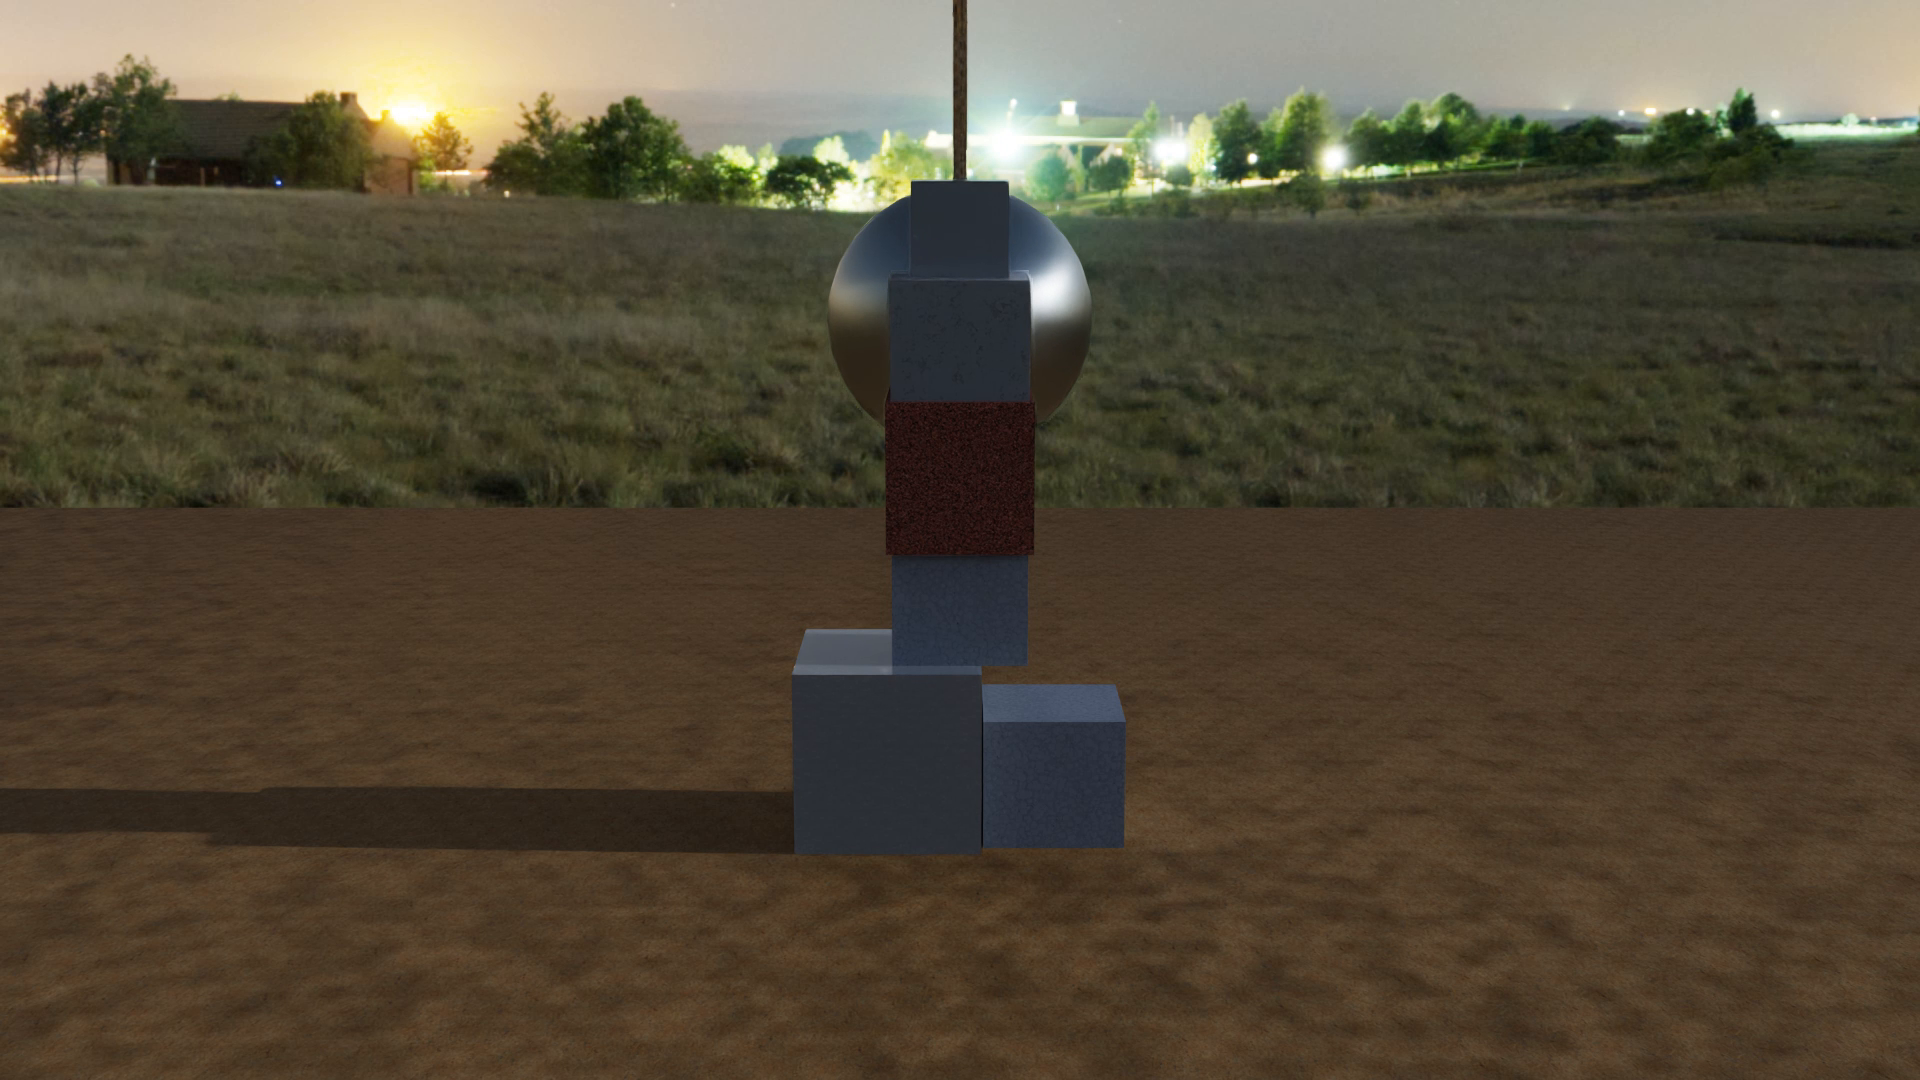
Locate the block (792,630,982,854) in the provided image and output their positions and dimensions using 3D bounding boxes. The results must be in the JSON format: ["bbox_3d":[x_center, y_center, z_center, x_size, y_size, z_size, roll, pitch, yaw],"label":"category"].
[{"bbox_3d":[-0.360,1.022,11.373,0.931,0.920,1.020,0,10,0],"label":"block"}]

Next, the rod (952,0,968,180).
[{"bbox_3d":[0.000,-4.193,11.429,0.080,5.200,0.080,0,33,0],"label":"rod"}]

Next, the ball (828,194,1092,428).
[{"bbox_3d":[0.000,-1.335,13.270,1.600,1.600,1.600,0,10,0],"label":"ball"}]

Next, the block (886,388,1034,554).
[{"bbox_3d":[0.000,-0.364,11.101,0.727,0.751,0.764,0,10,0],"label":"block"}]

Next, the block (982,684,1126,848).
[{"bbox_3d":[0.471,1.158,11.371,0.709,0.654,0.768,0,10,0],"label":"block"}]

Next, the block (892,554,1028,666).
[{"bbox_3d":[0.000,0.284,11.251,0.676,0.577,0.676,0,10,0],"label":"block"}]

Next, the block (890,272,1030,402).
[{"bbox_3d":[0.000,-1.024,10.993,0.679,0.586,0.683,0,10,0],"label":"block"}]

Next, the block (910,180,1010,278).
[{"bbox_3d":[0.000,-1.545,10.906,0.480,0.470,0.469,0,10,0],"label":"block"}]
